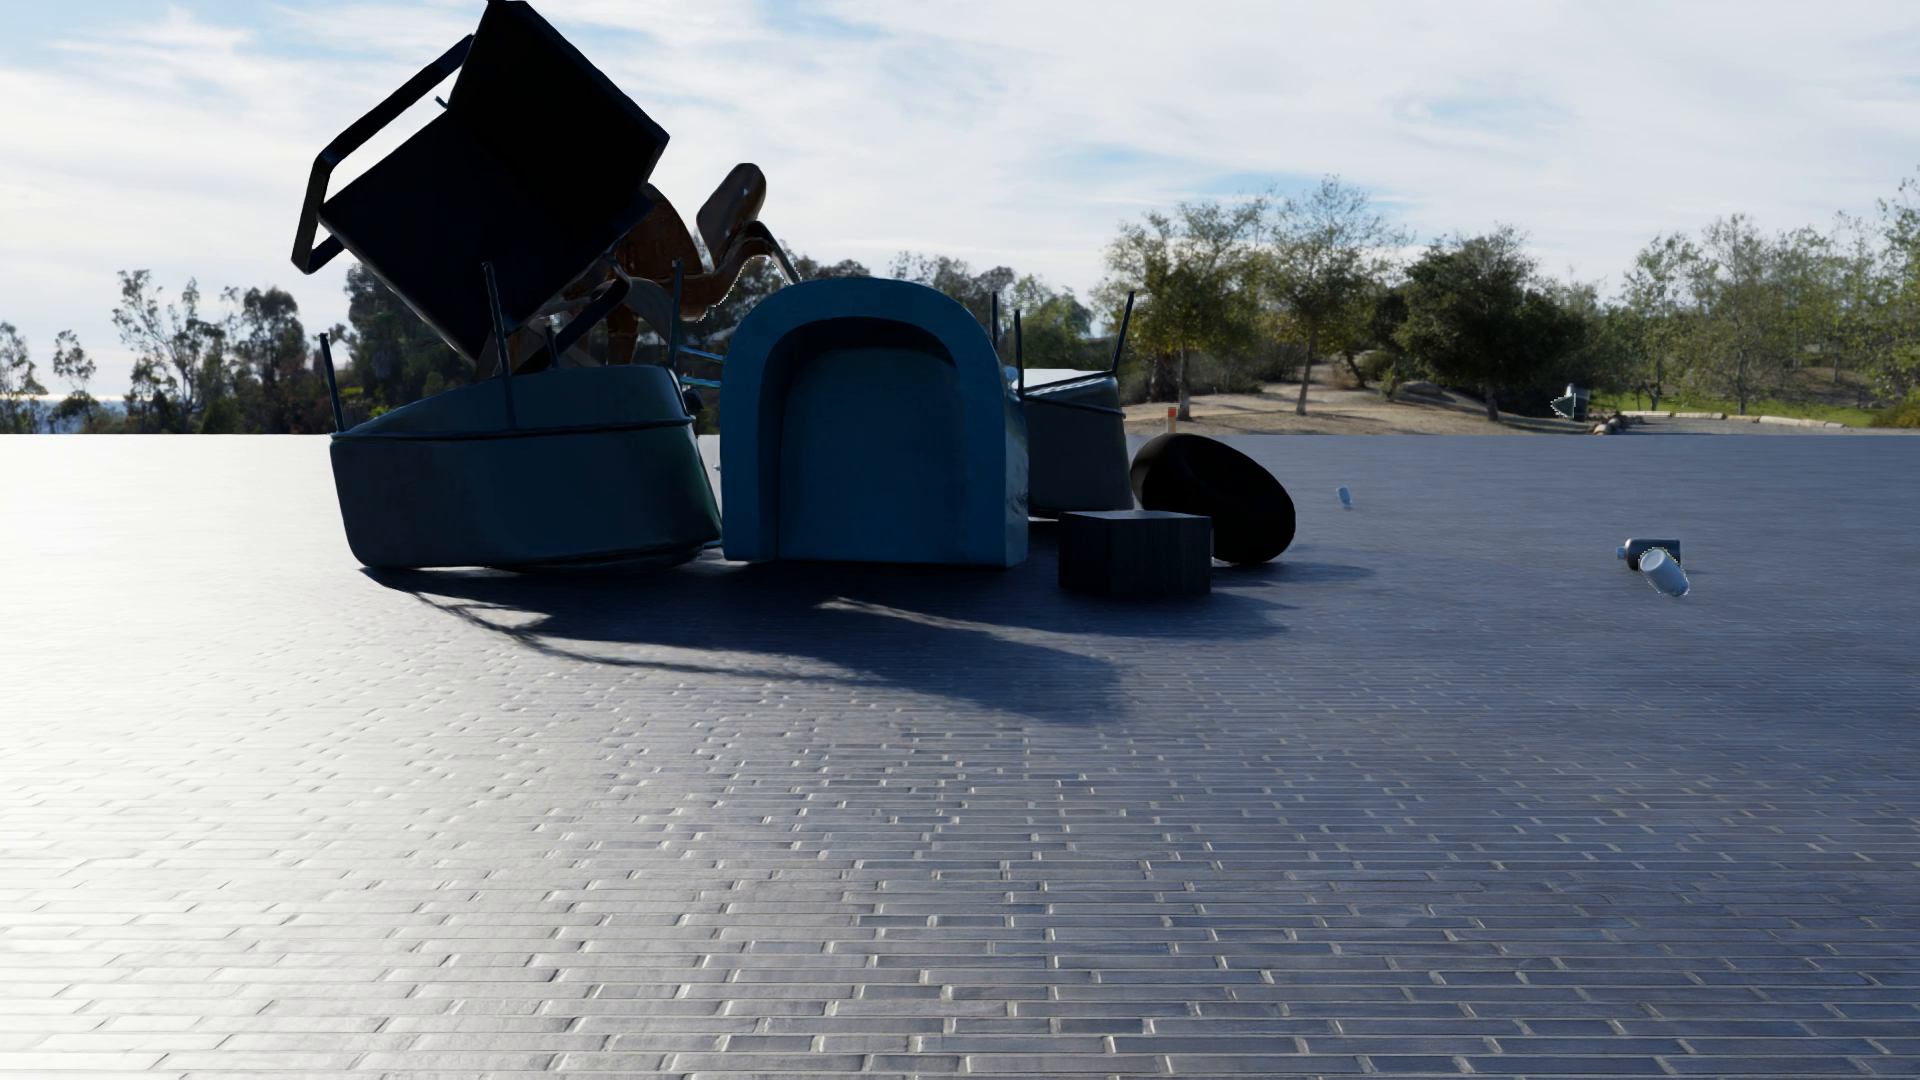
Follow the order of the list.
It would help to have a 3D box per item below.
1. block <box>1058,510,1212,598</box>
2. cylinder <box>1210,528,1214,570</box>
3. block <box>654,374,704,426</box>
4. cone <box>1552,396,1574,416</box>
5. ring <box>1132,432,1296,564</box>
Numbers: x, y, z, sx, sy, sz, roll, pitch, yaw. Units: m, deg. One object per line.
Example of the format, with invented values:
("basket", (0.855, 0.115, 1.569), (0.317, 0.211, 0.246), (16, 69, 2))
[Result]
("block", (0.387, 0.028, 4.908), (0.238, 0.169, 0.301), (-1, 4, -19))
("cylinder", (0.494, 0.017, 5.287), (0.211, 0.129, 0.168), (0, -25, -1))
("block", (-0.823, -0.410, 6.426), (0.112, 0.079, 0.096), (-29, 33, 4))
("cone", (1.901, -0.430, 6.875), (0.074, 0.060, 0.042), (35, 28, 3))
("ring", (0.660, -0.111, 5.724), (0.459, 0.159, 0.463), (-3, 40, -44))
